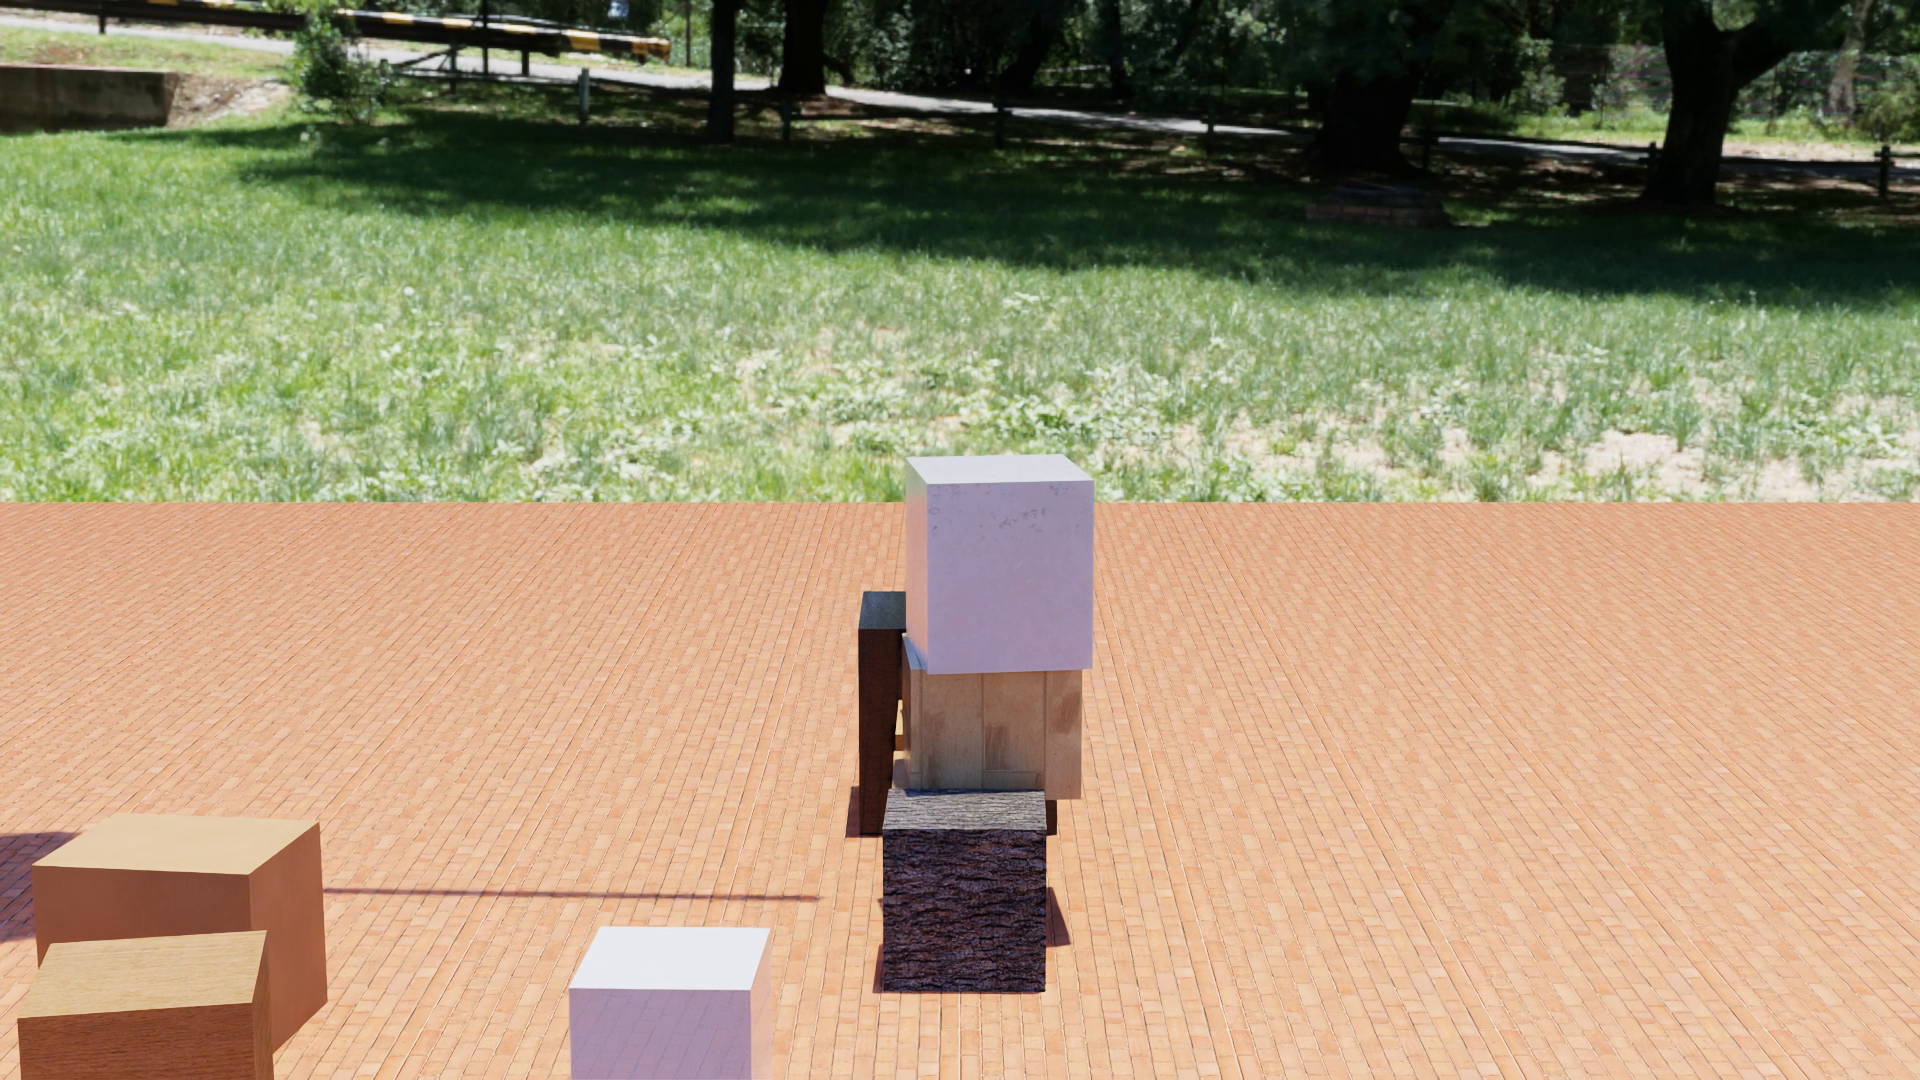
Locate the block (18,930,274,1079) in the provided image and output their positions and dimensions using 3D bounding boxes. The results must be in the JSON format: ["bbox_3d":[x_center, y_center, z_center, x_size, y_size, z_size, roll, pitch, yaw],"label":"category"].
[{"bbox_3d":[-2.574,1.713,8.193,0.685,0.698,0.686,-2,10,-11],"label":"block"}]

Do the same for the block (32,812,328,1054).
[{"bbox_3d":[-2.868,1.465,9.494,0.813,0.720,0.667,1,10,7],"label":"block"}]

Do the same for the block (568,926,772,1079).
[{"bbox_3d":[-0.937,1.687,8.428,0.575,0.664,0.593,0,10,2],"label":"block"}]

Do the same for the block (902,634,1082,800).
[{"bbox_3d":[0.123,0.728,10.731,0.695,0.555,0.687,-1,10,-4],"label":"block"}]

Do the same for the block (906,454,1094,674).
[{"bbox_3d":[0.153,0.086,10.561,0.670,0.770,0.719,-1,10,-8],"label":"block"}]

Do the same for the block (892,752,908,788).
[{"bbox_3d":[0.010,1.275,10.916,0.590,0.586,0.712,0,10,-1],"label":"block"}]

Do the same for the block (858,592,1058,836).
[{"bbox_3d":[-0.012,0.815,12.329,0.923,0.985,0.877,0,10,-1],"label":"block"}]

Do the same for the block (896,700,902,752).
[{"bbox_3d":[0.018,1.116,11.598,0.602,0.654,0.630,0,10,0],"label":"block"}]

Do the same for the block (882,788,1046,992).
[{"bbox_3d":[0.022,1.378,10.161,0.629,0.653,0.563,0,10,1],"label":"block"}]
